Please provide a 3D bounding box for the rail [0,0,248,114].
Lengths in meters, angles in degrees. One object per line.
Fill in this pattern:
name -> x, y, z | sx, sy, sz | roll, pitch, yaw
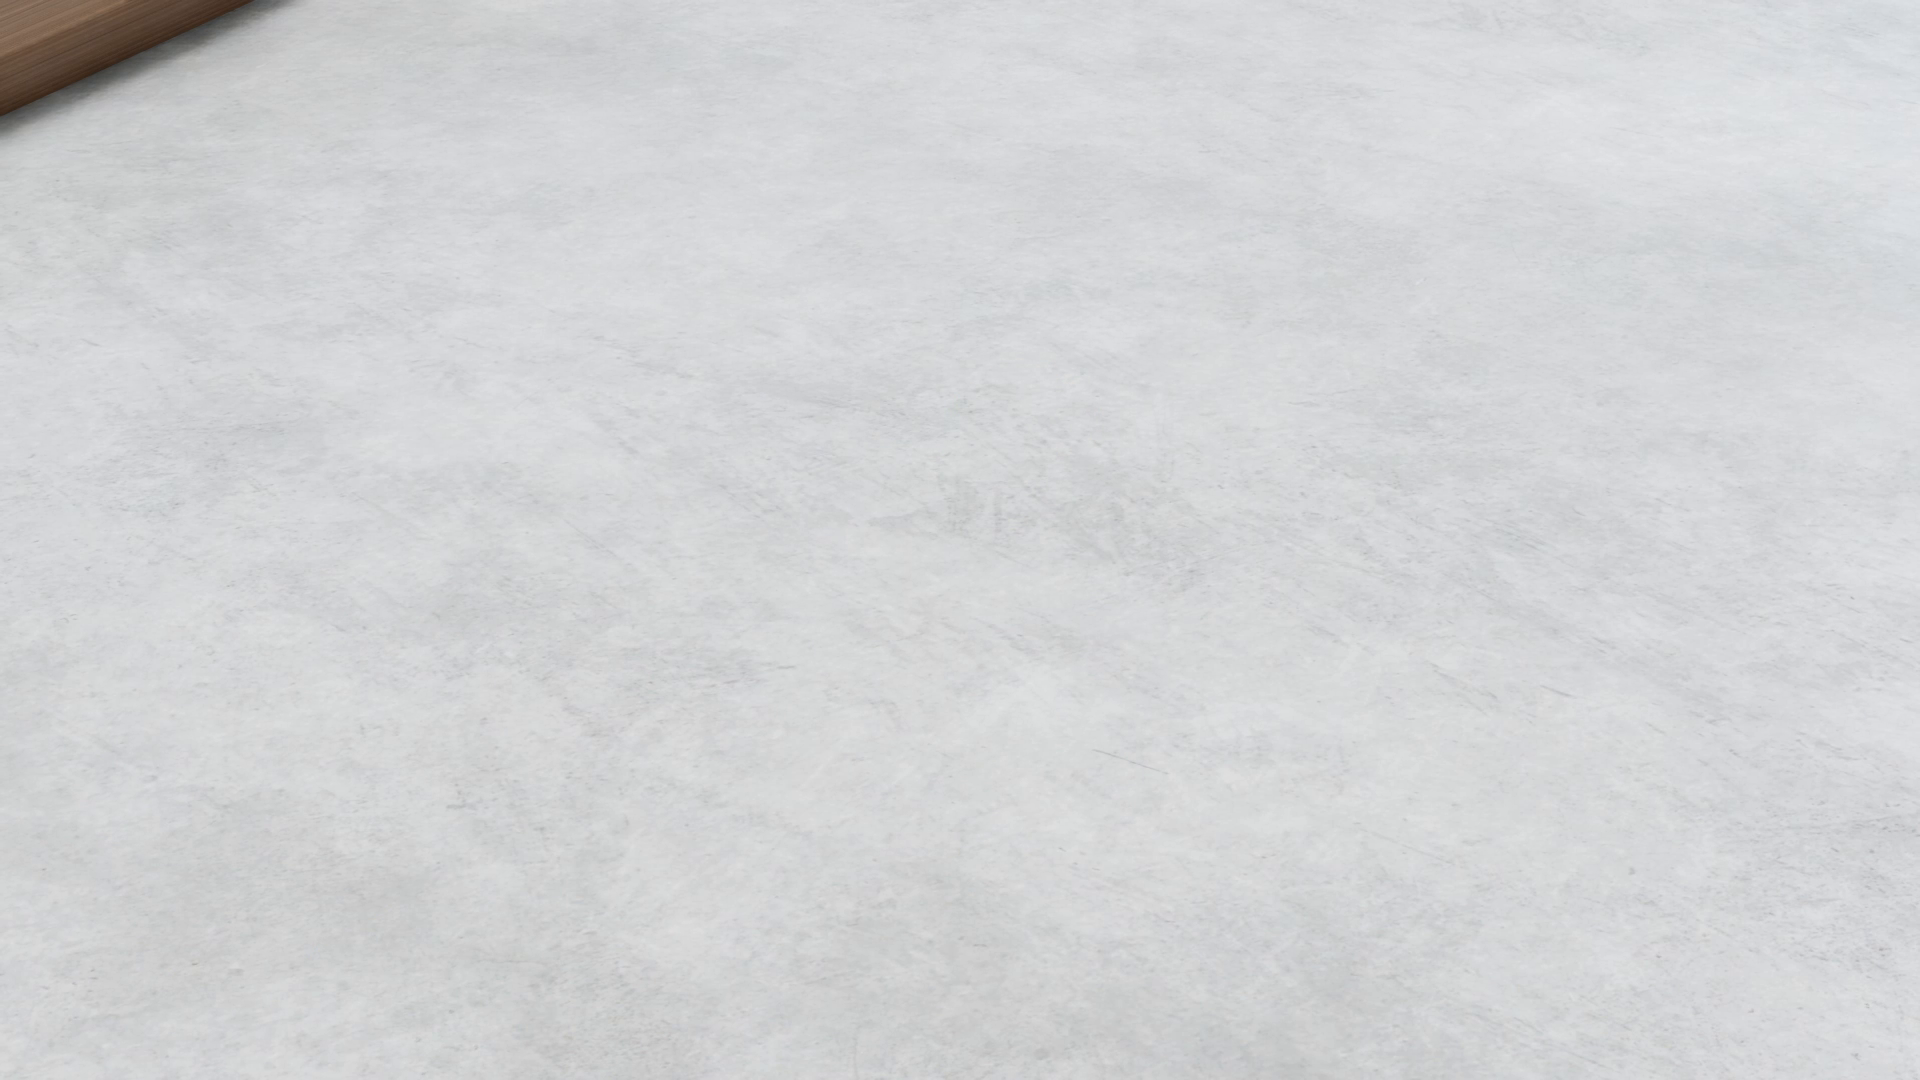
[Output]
rail -> -0.446, -0.675, 2.818 | 0.045, 0.122, 4.060 | 13, 31, 23
